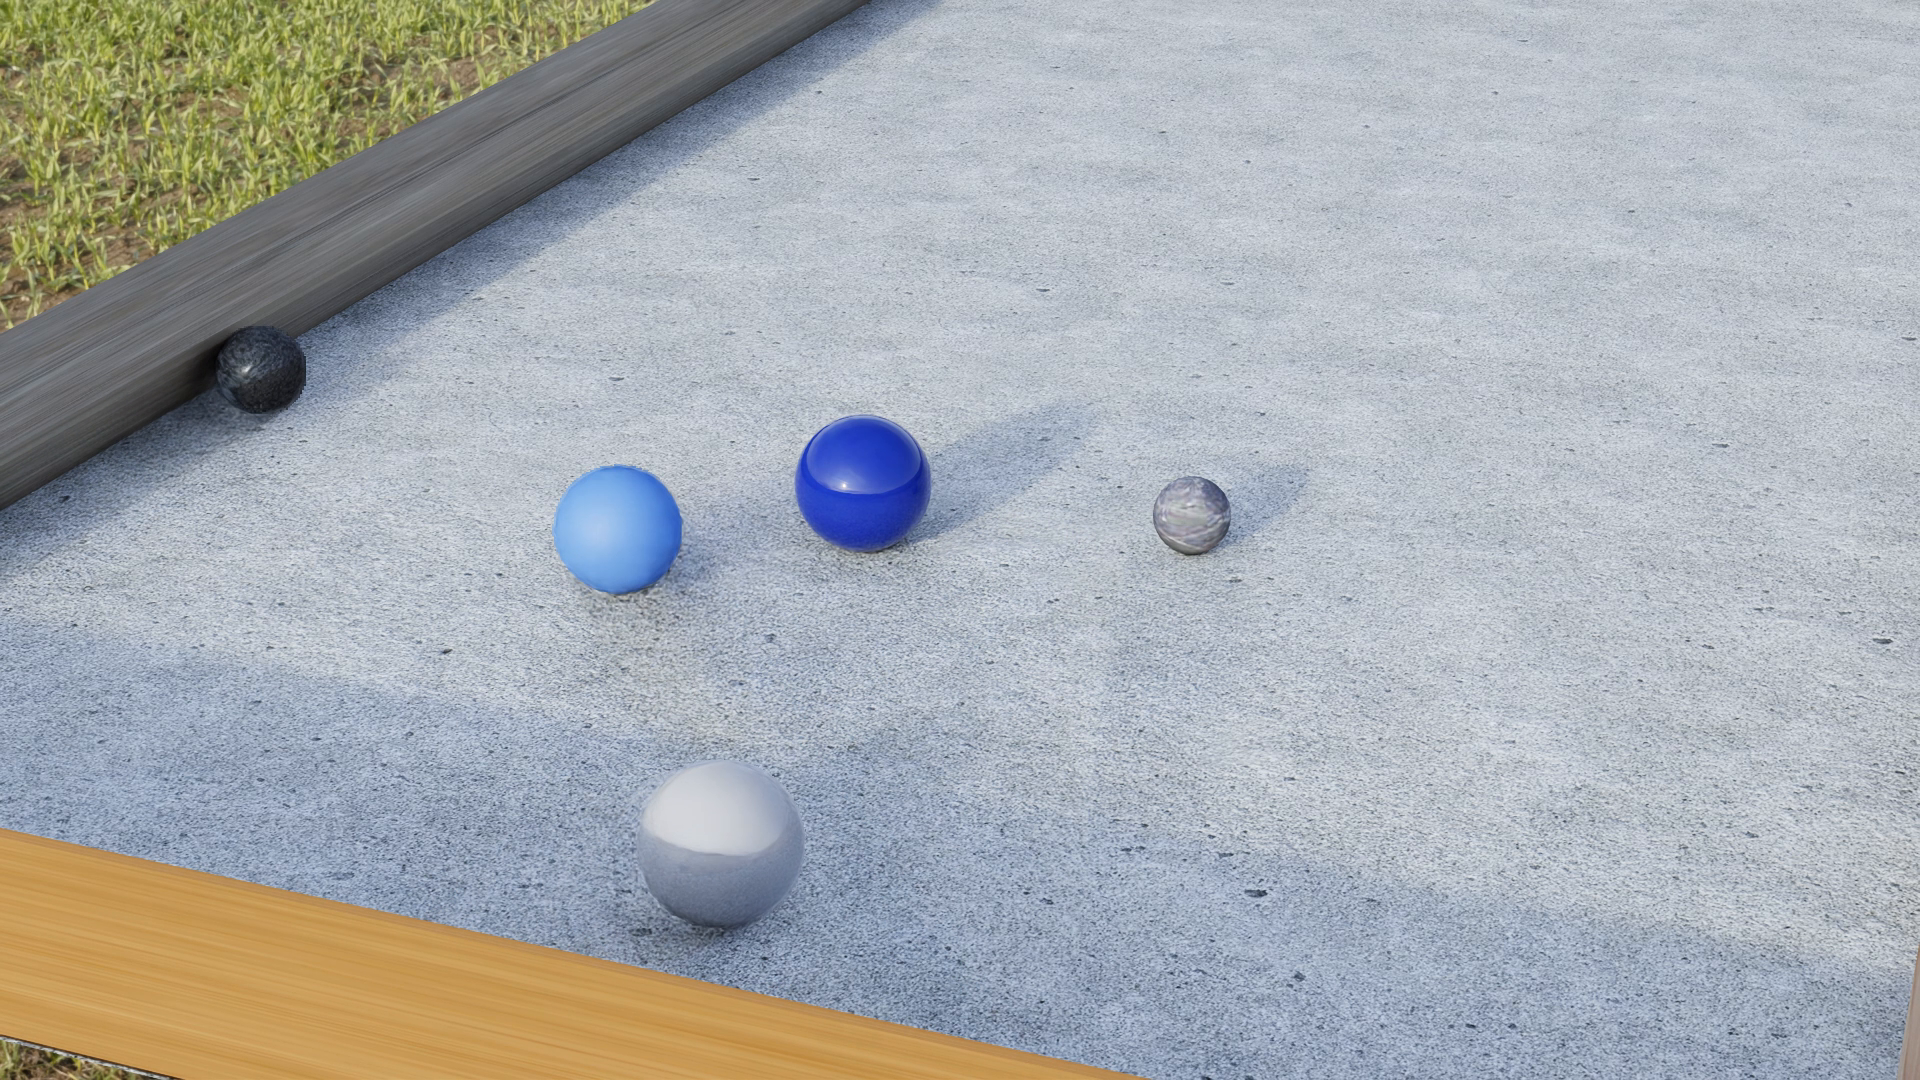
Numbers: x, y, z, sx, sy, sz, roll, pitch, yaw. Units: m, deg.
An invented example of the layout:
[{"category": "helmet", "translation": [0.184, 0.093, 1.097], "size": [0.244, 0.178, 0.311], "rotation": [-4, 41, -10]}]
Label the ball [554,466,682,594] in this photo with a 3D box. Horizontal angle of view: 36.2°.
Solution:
[{"category": "ball", "translation": [-0.224, -0.007, 1.931], "size": [0.084, 0.084, 0.084], "rotation": [0, 24, 0]}]

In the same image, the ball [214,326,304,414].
[{"category": "ball", "translation": [-0.529, -0.128, 2.222], "size": [0.066, 0.066, 0.066], "rotation": [0, 24, 0]}]

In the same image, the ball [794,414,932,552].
[{"category": "ball", "translation": [-0.066, -0.038, 1.990], "size": [0.093, 0.093, 0.093], "rotation": [0, 24, 0]}]

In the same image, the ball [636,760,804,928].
[{"category": "ball", "translation": [-0.127, 0.161, 1.554], "size": [0.088, 0.088, 0.088], "rotation": [0, 24, 0]}]

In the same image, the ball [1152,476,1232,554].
[{"category": "ball", "translation": [0.157, -0.017, 1.991], "size": [0.053, 0.053, 0.053], "rotation": [0, 24, 0]}]

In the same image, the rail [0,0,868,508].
[{"category": "rail", "translation": [-0.367, -0.377, 2.705], "size": [0.045, 0.121, 2.668], "rotation": [9, 26, 19]}]

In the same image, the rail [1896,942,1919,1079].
[{"category": "rail", "translation": [0.849, -0.183, 2.276], "size": [0.045, 0.121, 2.668], "rotation": [9, 26, 19]}]

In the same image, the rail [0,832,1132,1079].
[{"category": "rail", "translation": [-0.232, 0.221, 1.376], "size": [1.352, 0.121, 0.045], "rotation": [9, 26, 19]}]
